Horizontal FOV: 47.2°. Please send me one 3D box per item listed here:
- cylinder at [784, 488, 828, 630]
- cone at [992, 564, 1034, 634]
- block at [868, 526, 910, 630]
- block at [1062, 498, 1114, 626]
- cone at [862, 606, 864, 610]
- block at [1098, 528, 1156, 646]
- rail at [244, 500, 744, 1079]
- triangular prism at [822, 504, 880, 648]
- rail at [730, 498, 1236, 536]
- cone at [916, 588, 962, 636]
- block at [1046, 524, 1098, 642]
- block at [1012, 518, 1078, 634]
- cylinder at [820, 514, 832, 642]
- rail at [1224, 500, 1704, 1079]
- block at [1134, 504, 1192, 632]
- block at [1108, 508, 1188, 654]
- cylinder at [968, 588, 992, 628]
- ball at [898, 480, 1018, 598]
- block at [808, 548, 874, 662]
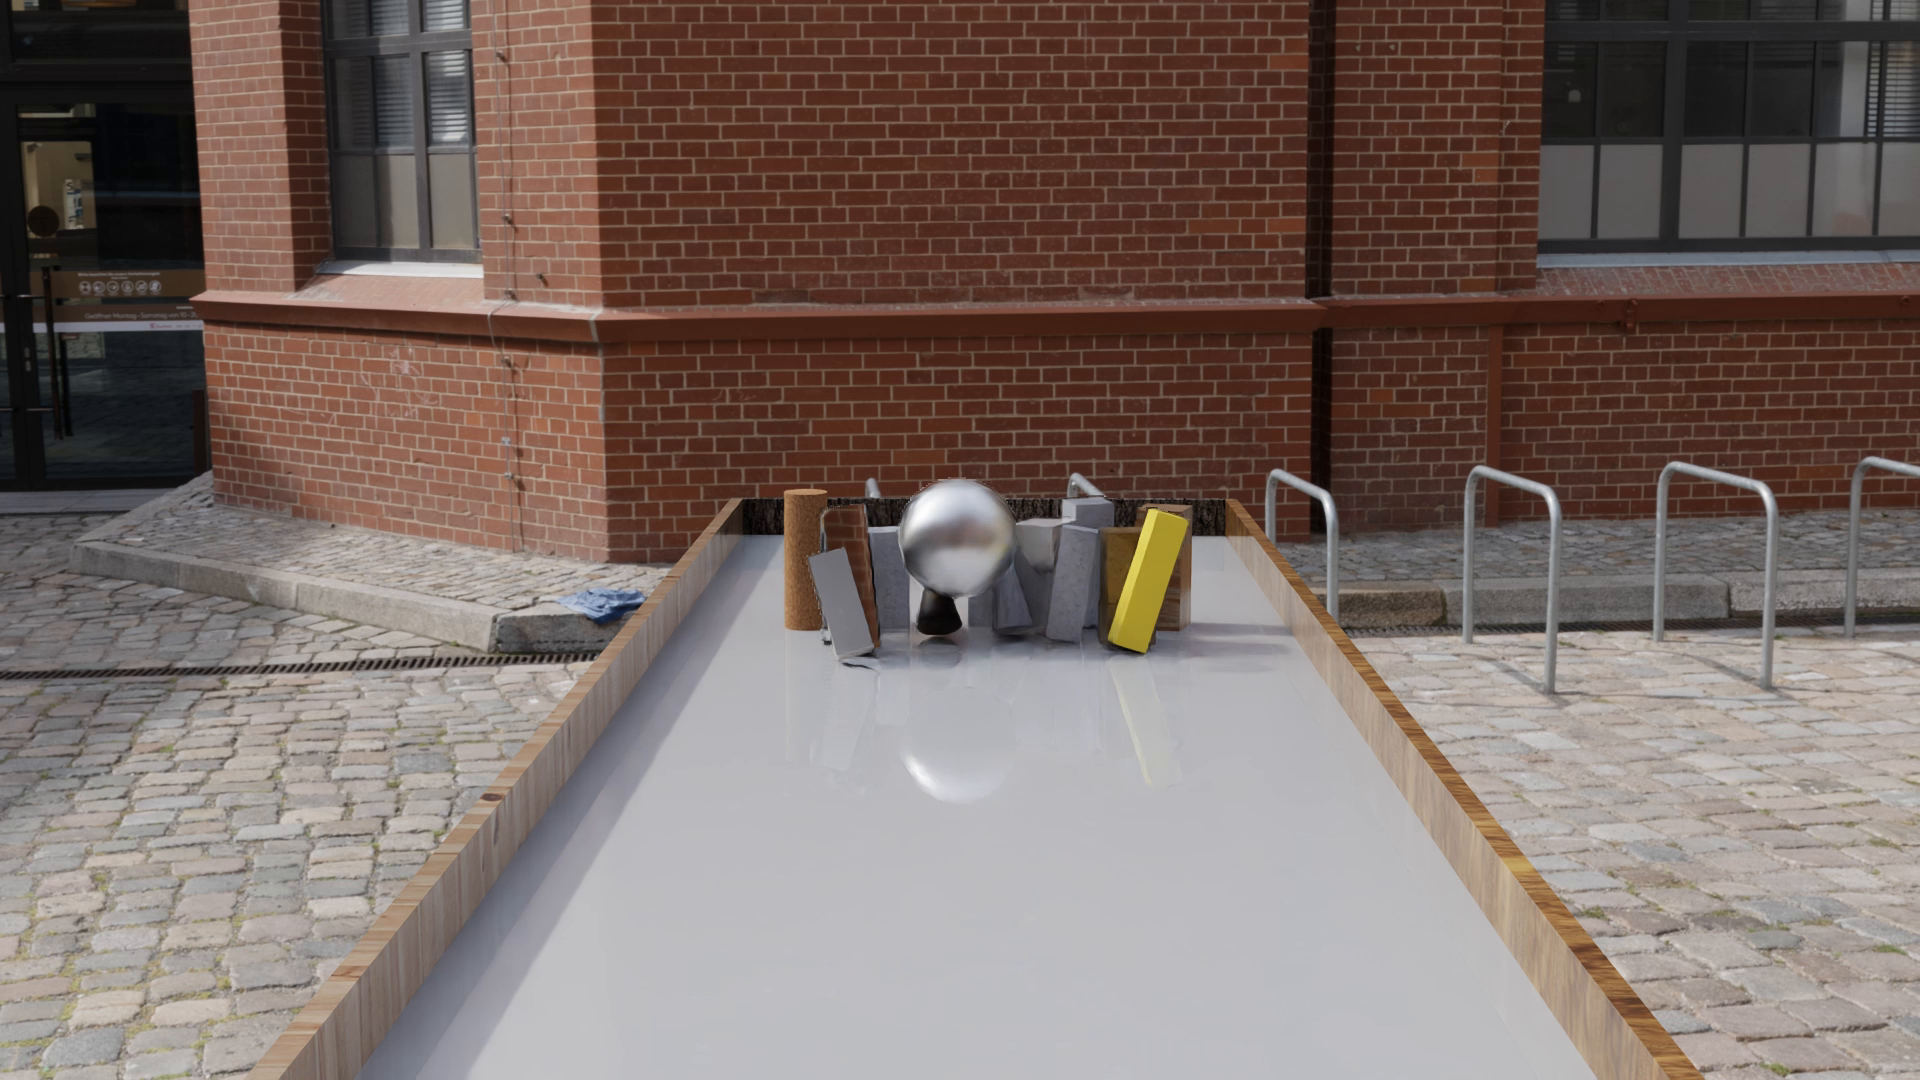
[{"bbox_3d":[-0.504,0.063,7.182,0.140,0.446,0.140,0,9,0],"label":"cylinder"},{"bbox_3d":[0.140,0.090,7.072,0.136,0.409,0.136,-8,-12,-2],"label":"cone"},{"bbox_3d":[-0.234,0.123,7.207,0.118,0.321,0.118,-2,9,-12],"label":"block"},{"bbox_3d":[0.421,0.071,7.237,0.132,0.403,0.132,-4,10,-17],"label":"block"},{"bbox_3d":[-0.442,0.242,7.320,0.103,0.103,0.373,-5,2,-27],"label":"cone"},{"bbox_3d":[0.528,0.145,6.937,0.153,0.355,0.153,0,6,-6],"label":"block"},{"bbox_3d":[-1.004,0.839,3.234,0.050,0.150,12.000,0,9,1],"label":"rail"},{"bbox_3d":[-0.325,0.119,6.808,0.134,0.444,0.116,-7,-4,7],"label":"triangular prism"},{"bbox_3d":[0.099,-0.098,9.147,2.100,0.150,0.050,0,9,1],"label":"rail"},{"bbox_3d":[-0.079,0.138,7.069,0.144,0.306,0.144,-4,-29,-2],"label":"cone"},{"bbox_3d":[0.354,0.136,6.963,0.112,0.353,0.112,9,6,3],"label":"block"},{"bbox_3d":[0.279,0.116,7.131,0.153,0.352,0.153,4,10,33],"label":"block"},{"bbox_3d":[-0.374,0.120,6.945,0.128,0.398,0.128,-1,3,0],"label":"cylinder"},{"bbox_3d":[1.046,0.843,3.208,0.050,0.150,12.000,0,9,1],"label":"rail"},{"bbox_3d":[0.665,0.088,7.197,0.154,0.393,0.154,3,10,19],"label":"block"},{"bbox_3d":[0.580,0.125,6.806,0.102,0.430,0.102,17,4,-12],"label":"block"},{"bbox_3d":[0.078,0.106,7.220,0.105,0.352,0.105,0,9,0],"label":"cylinder"},{"bbox_3d":[-0.007,-0.004,6.915,0.374,0.374,0.374,0,9,0],"label":"ball"},{"bbox_3d":[-0.361,0.196,6.661,0.113,0.312,0.113,-16,-12,-6],"label":"block"}]
